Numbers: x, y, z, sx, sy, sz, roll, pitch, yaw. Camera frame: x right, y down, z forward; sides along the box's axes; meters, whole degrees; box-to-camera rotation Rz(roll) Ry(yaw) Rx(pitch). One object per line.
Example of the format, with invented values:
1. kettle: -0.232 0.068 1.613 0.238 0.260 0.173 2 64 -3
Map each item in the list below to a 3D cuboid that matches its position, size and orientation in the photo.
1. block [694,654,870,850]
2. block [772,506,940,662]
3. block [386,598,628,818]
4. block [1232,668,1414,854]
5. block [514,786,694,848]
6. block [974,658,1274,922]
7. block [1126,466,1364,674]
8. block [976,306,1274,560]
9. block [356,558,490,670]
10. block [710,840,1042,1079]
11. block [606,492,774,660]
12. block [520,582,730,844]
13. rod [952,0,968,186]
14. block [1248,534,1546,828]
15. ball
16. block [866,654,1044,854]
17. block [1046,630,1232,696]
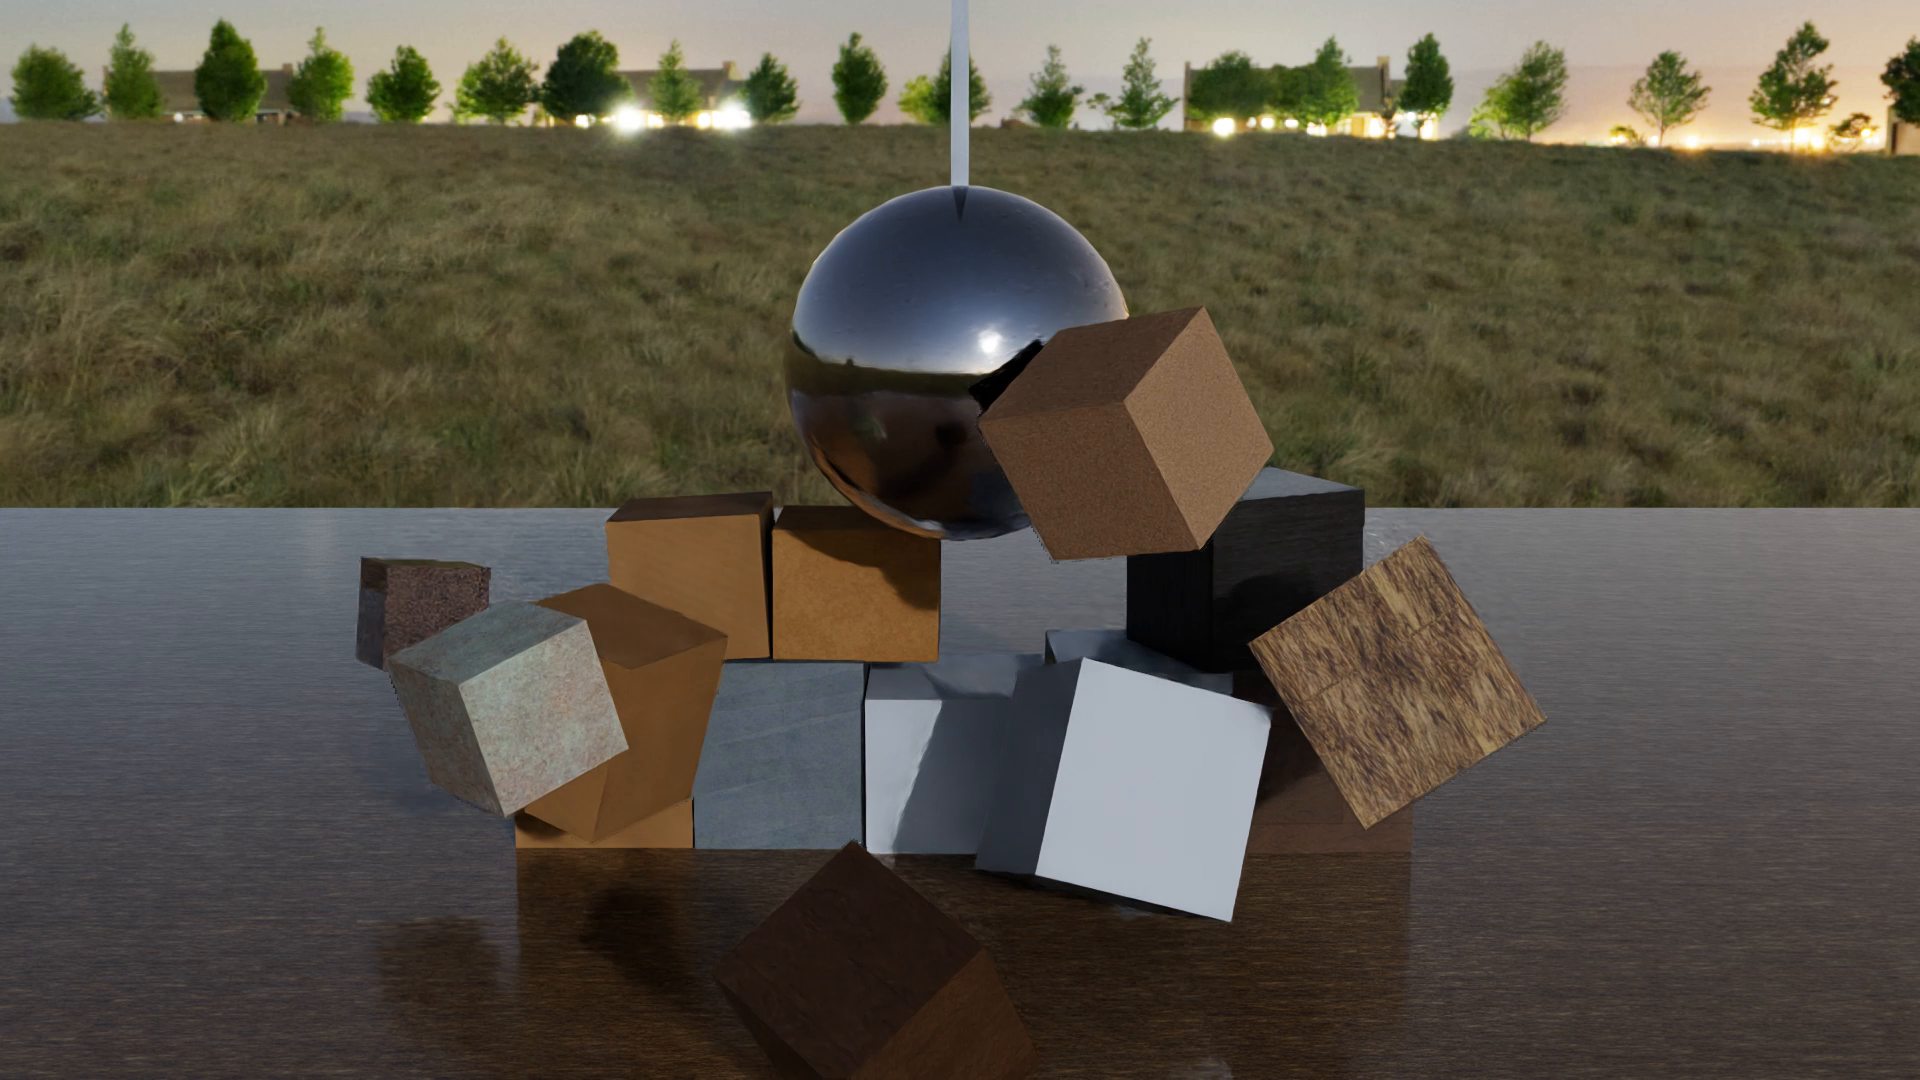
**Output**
1. block: -0.904 1.005 11.362 0.853 0.958 0.848 0 10 0
2. block: -0.514 0.212 11.209 0.820 0.661 0.703 1 11 0
3. block: -1.835 0.663 8.919 0.595 0.585 0.626 -29 24 -33
4. block: 1.783 1.004 11.352 0.923 0.963 0.936 0 10 -1
5. block: -1.786 1.022 11.347 0.891 0.930 0.775 0 10 0
6. block: 0.699 1.103 9.648 0.875 0.920 0.974 15 -11 -12
7. block: 1.427 0.131 11.110 0.854 0.839 0.876 -5 11 -23
8. block: 0.669 -0.417 8.818 0.756 0.701 0.662 -5 34 44
9. block: -2.837 0.392 11.614 0.543 0.541 0.489 3 2 -31
10. block: -0.274 1.614 7.443 0.652 0.741 0.690 -41 47 -18
11. block: -1.338 0.184 11.188 0.756 0.720 0.707 -3 10 1
12. block: -1.668 0.771 10.109 0.723 0.835 0.833 21 16 21
13. rod: 0.000 -4.193 9.944 0.080 5.200 0.080 0 0 0
14. block: 1.856 0.599 9.439 0.857 0.902 0.746 -33 -7 7
15. ball: 0.000 -0.793 9.942 1.600 1.600 1.600 0 10 0
16. block: -0.011 1.087 11.372 0.913 0.791 0.979 0 10 0
17. block: 0.895 1.025 11.319 0.843 0.934 0.981 0 10 -2
